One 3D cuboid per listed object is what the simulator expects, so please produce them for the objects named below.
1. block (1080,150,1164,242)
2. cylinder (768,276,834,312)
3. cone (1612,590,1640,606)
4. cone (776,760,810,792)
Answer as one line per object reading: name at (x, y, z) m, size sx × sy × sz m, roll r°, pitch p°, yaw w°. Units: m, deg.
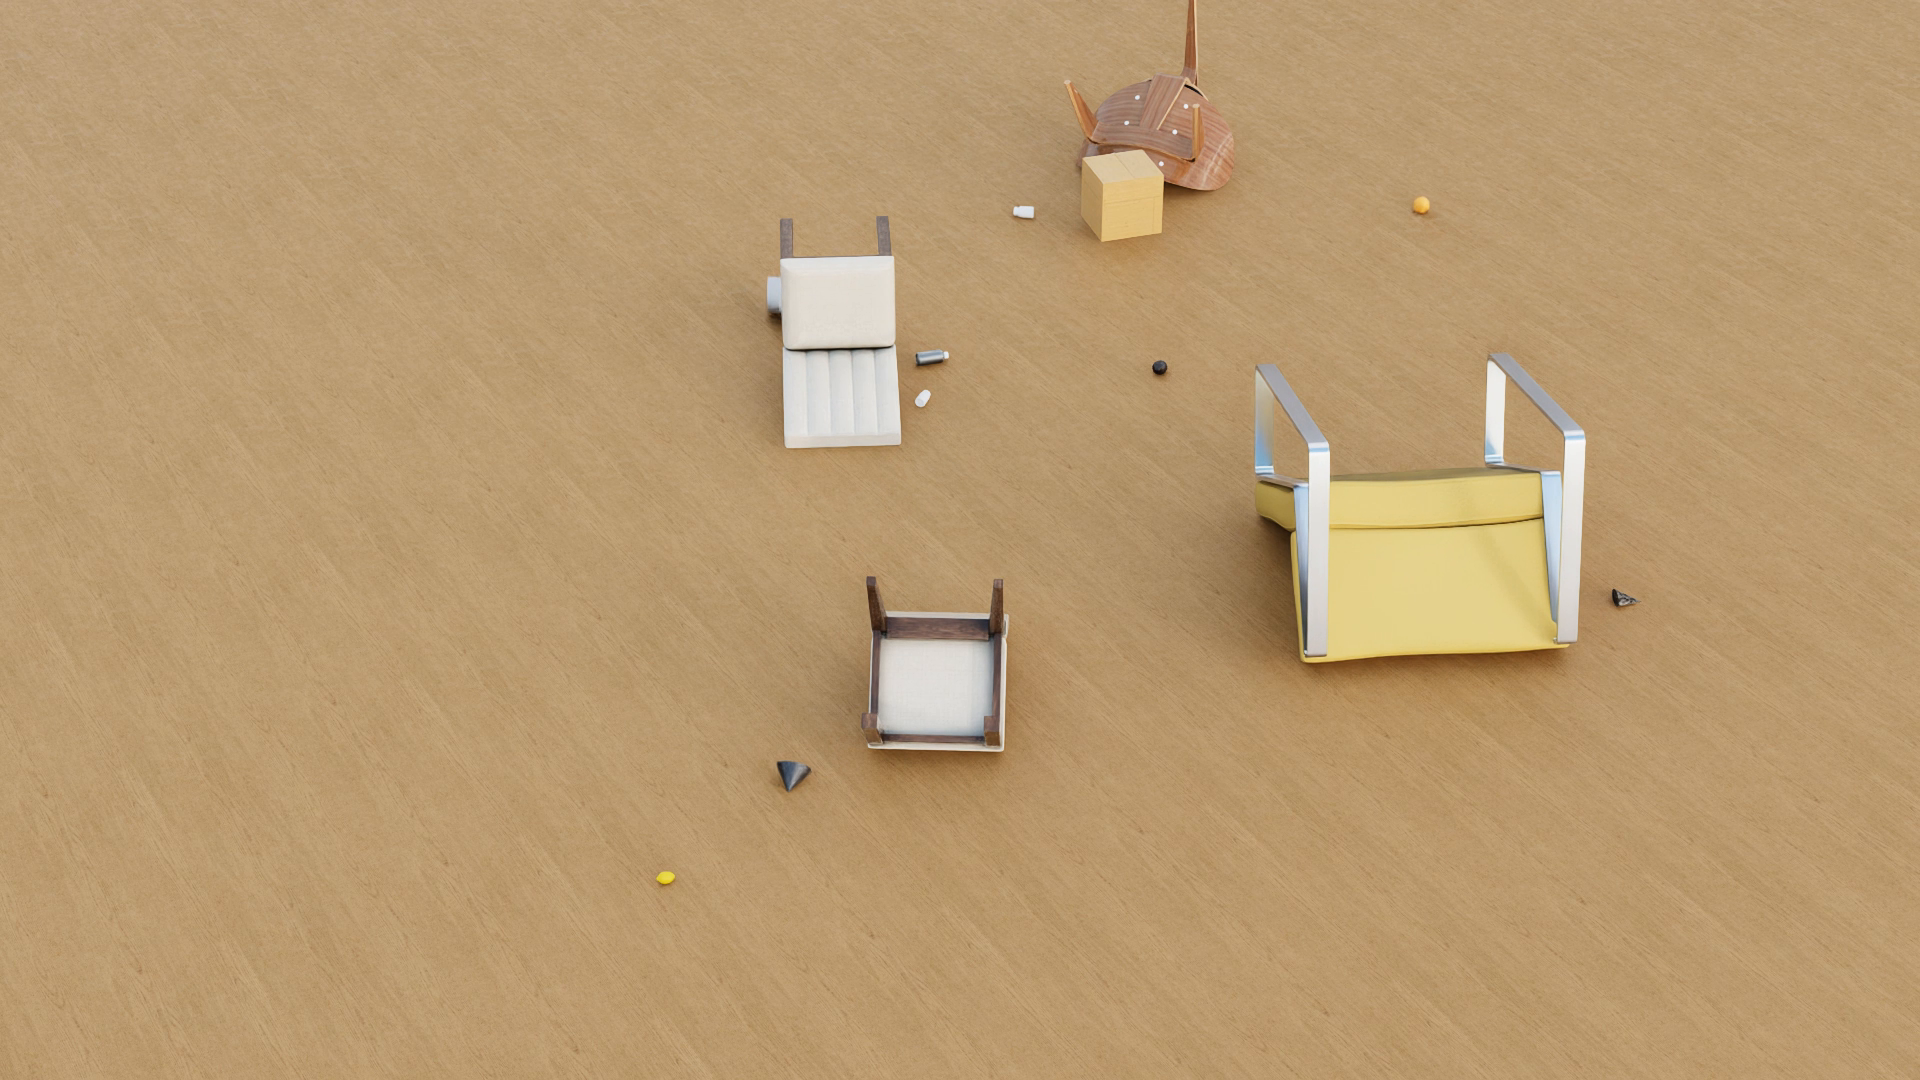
block at (0.718, -1.529, 13.008) m, size 0.283 × 0.283 × 0.270 m, roll -10°, pitch 35°, yaw -15°
cylinder at (-0.671, -1.037, 12.395) m, size 0.279 × 0.131 × 0.250 m, roll -1°, pitch 23°, yaw -1°
cone at (2.417, 0.216, 10.599) m, size 0.101 × 0.039 × 0.103 m, roll 9°, pitch 32°, yaw -7°
cone at (-0.560, 0.794, 9.701) m, size 0.120 × 0.094 × 0.093 m, roll 9°, pitch 61°, yaw 1°
